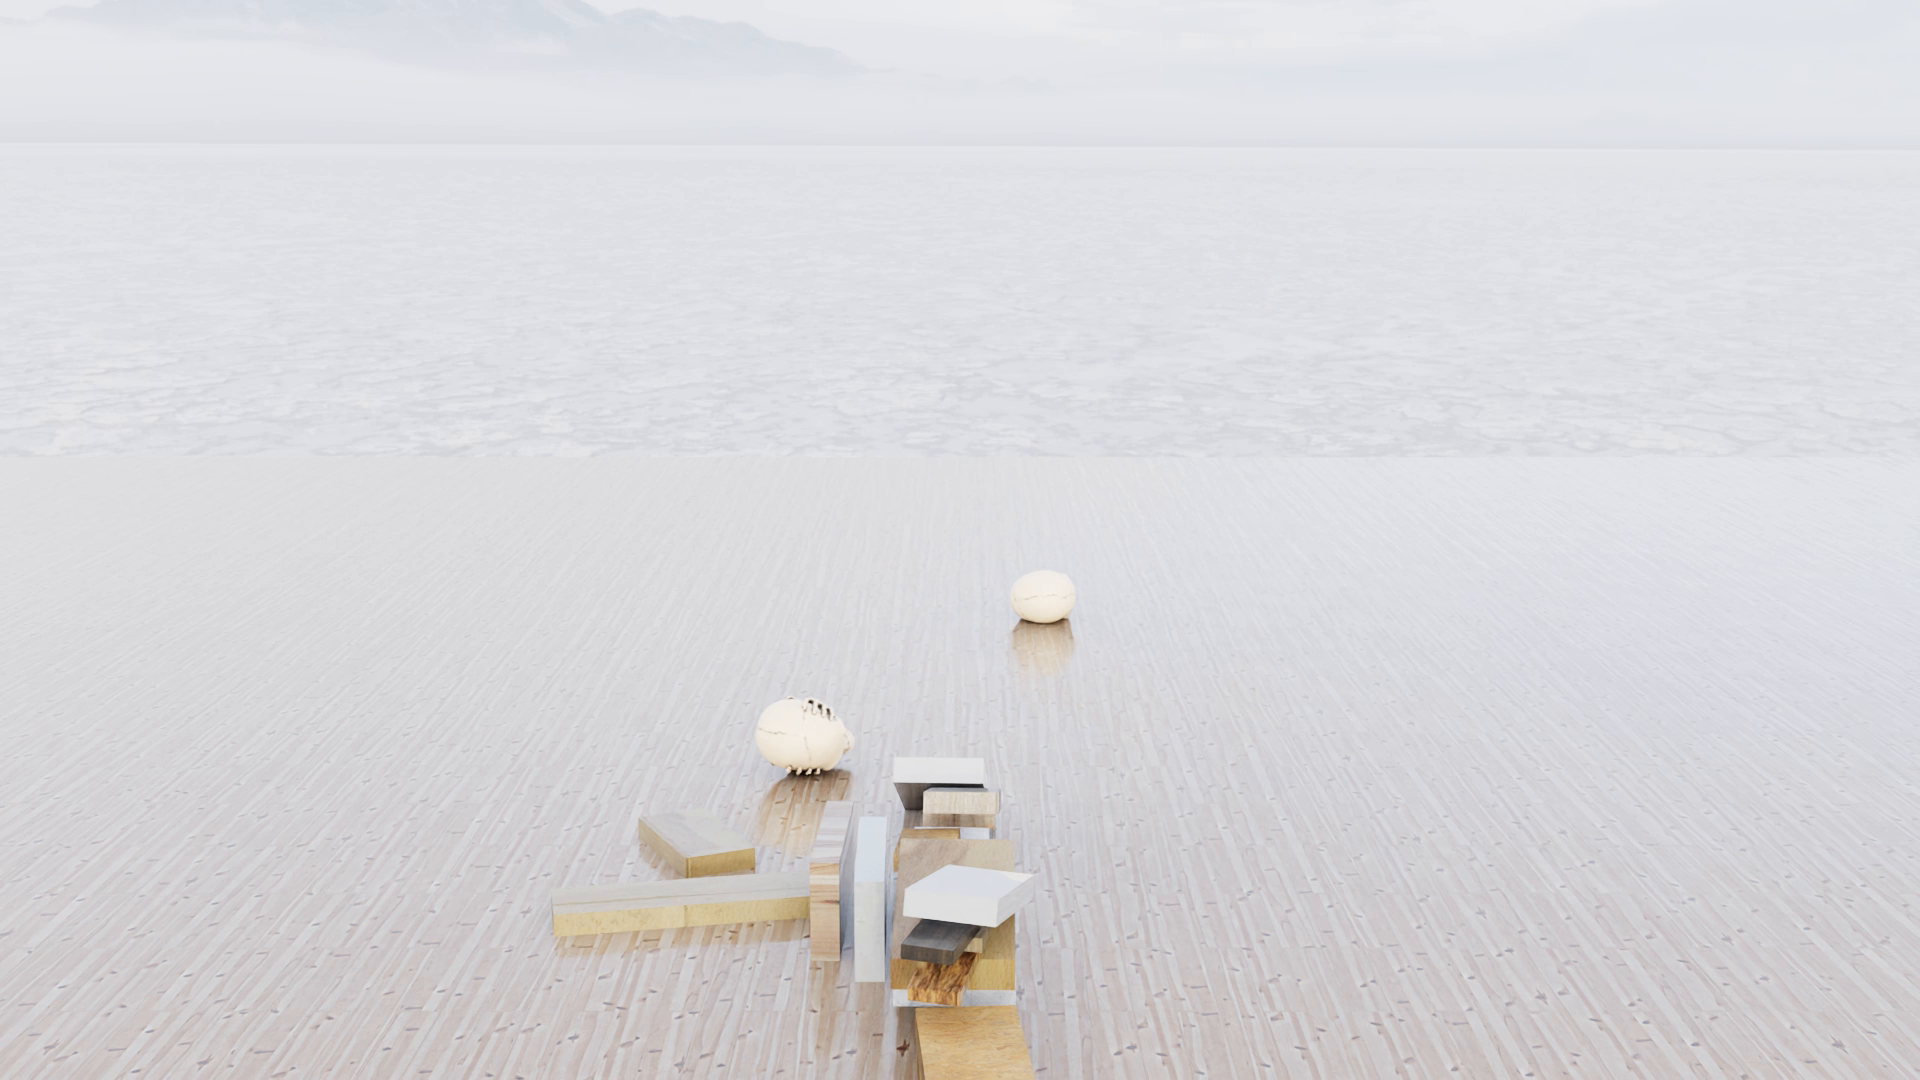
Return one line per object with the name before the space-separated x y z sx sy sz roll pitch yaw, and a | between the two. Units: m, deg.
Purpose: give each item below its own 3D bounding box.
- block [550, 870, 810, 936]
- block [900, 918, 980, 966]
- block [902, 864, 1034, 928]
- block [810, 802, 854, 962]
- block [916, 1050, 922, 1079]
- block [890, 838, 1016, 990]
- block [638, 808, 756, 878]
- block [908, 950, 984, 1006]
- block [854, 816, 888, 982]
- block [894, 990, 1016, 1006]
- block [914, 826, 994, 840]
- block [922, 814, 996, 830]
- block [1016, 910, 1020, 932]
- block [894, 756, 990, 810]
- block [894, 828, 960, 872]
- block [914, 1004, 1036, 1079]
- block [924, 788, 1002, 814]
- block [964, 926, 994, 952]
block | -0.446 0.589 3.575 0.425 0.036 0.127 -2 11 -12
block | -0.025 0.528 2.927 0.071 0.020 0.142 5 11 14
block | 0.015 0.490 3.039 0.127 0.036 0.254 5 0 13
block | -0.203 0.539 3.511 0.044 0.157 0.314 0 11 1
block | 0.025 0.746 2.720 0.138 0.039 0.559 -1 11 -3
block | -0.007 0.534 3.167 0.171 0.048 0.342 0 21 1
block | -0.466 0.533 3.879 0.127 0.036 0.254 -5 12 -26
block | -0.019 0.577 2.957 0.071 0.020 0.142 4 21 12
block | -0.138 0.555 3.428 0.044 0.157 0.314 0 11 -1
block | -0.005 0.620 3.230 0.171 0.048 0.342 0 2 1
block | -0.008 0.513 3.765 0.124 0.035 0.248 0 -9 2
block | 0.001 0.493 3.918 0.124 0.035 0.247 1 -5 1
block | 0.002 0.568 3.415 0.171 0.048 0.342 0 -4 0
block | -0.031 0.443 3.975 0.157 0.044 0.314 0 -16 3
block | -0.052 0.498 3.542 0.096 0.027 0.192 -2 5 3
block | 0.018 0.680 2.864 0.138 0.039 0.276 -1 10 -4
block | 0.006 0.443 3.739 0.124 0.035 0.247 1 -5 2
block | 0.007 0.531 3.030 0.071 0.020 0.142 4 11 9
